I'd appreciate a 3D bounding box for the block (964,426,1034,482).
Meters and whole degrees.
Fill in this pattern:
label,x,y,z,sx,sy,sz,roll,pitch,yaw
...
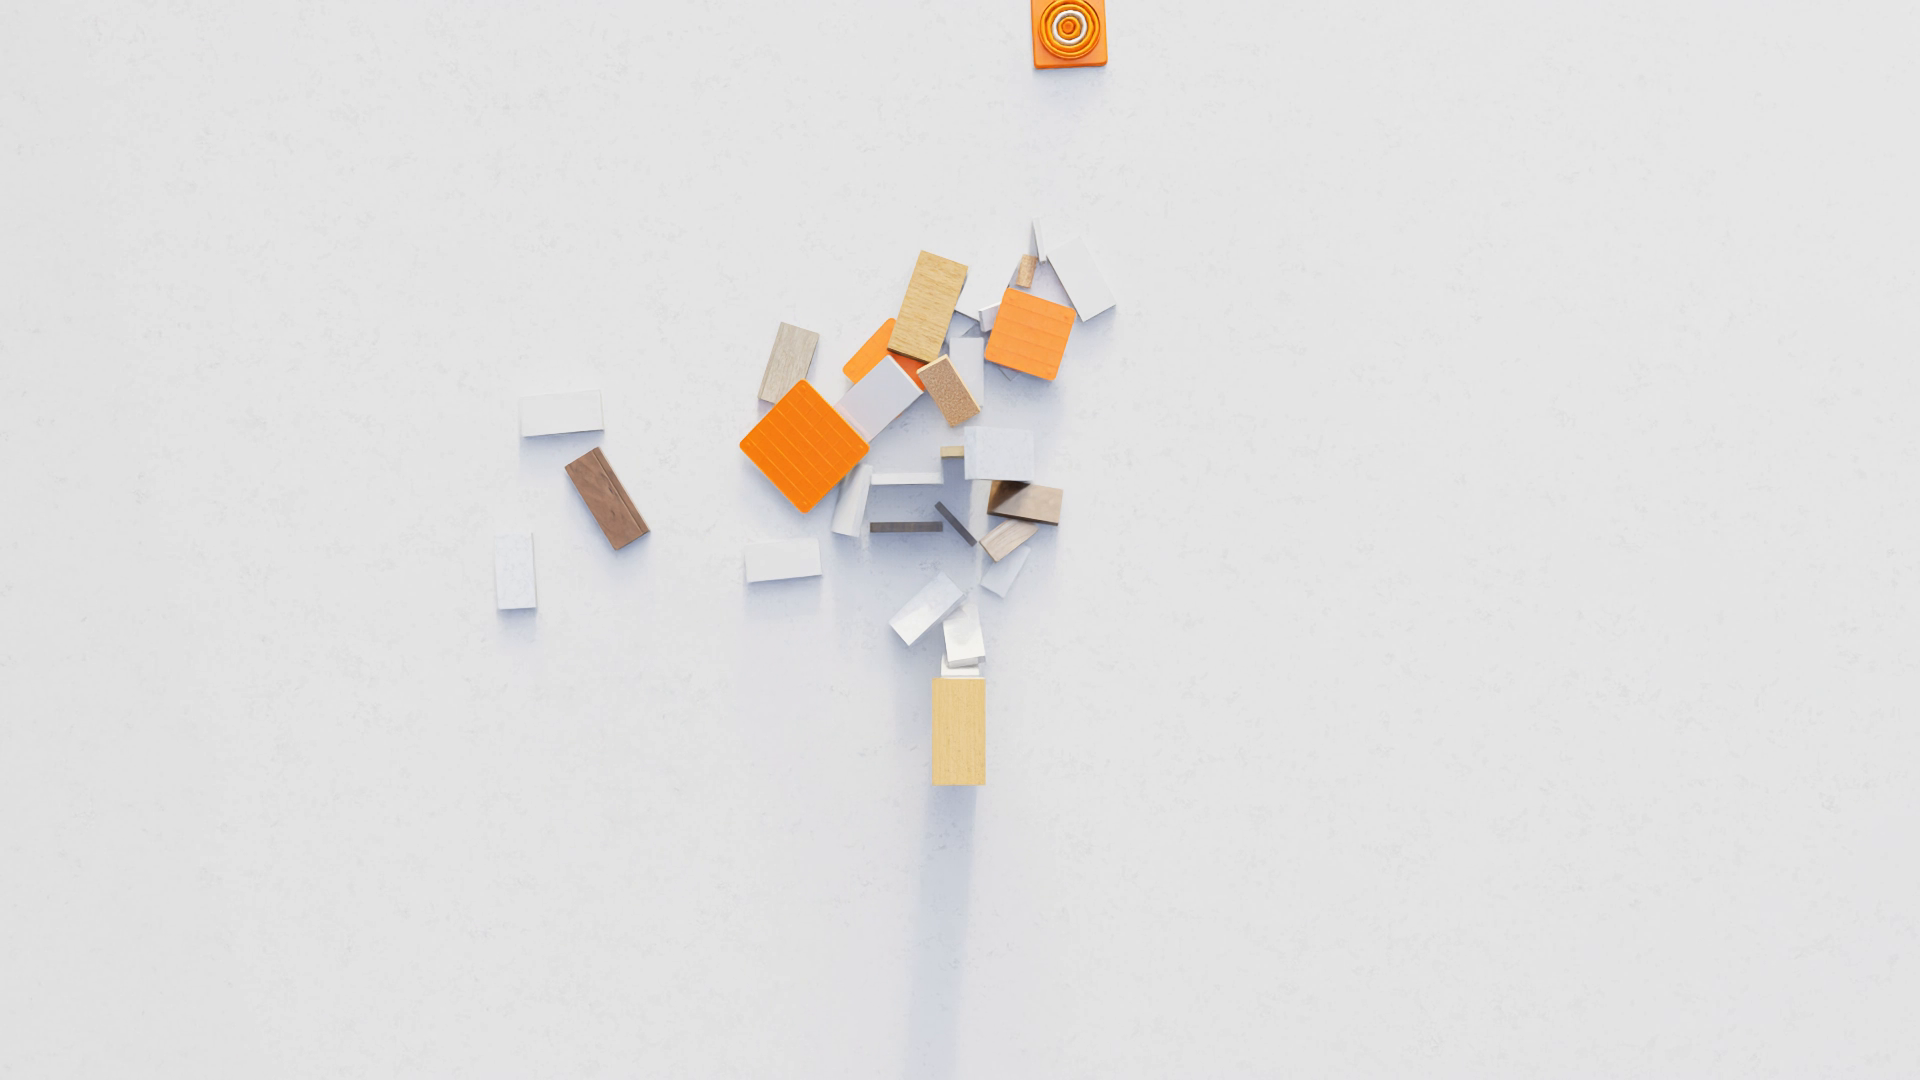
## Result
label,x,y,z,sx,sy,sz,roll,pitch,yaw
block,0.130,-0.277,5.350,0.047,0.334,0.167,-1,90,35

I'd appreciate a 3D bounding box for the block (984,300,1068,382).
label,x,y,z,sx,sy,sz,roll,pitch,yaw
block,0.219,-0.661,5.482,0.257,0.036,0.128,-43,90,0

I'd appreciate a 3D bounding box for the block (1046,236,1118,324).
label,x,y,z,sx,sy,sz,roll,pitch,yaw
block,0.403,-0.866,5.482,0.128,0.036,0.257,-29,90,0

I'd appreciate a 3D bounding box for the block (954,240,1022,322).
label,x,y,z,sx,sy,sz,roll,pitch,yaw
block,0.092,-0.851,5.465,0.128,0.036,0.257,25,88,-1

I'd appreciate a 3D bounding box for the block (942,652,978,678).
label,x,y,z,sx,sy,sz,roll,pitch,yaw
block,0.000,0.419,5.380,0.120,0.239,0.034,0,103,0

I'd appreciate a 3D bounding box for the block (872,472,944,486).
label,x,y,z,sx,sy,sz,roll,pitch,yaw
block,-0.170,-0.200,5.441,0.238,0.119,0.034,-1,90,0

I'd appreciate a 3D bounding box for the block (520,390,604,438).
label,x,y,z,sx,sy,sz,roll,pitch,yaw
block,-1.322,-0.421,5.481,0.265,0.037,0.132,-5,90,0

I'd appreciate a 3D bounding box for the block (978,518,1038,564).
label,x,y,z,sx,sy,sz,roll,pitch,yaw
block,0.162,-0.014,5.461,0.184,0.026,0.092,-37,84,-14

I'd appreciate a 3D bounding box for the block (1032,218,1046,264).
label,x,y,z,sx,sy,sz,roll,pitch,yaw
block,0.262,-0.990,5.464,0.020,0.072,0.144,-10,90,0

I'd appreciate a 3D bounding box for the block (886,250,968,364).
label,x,y,z,sx,sy,sz,roll,pitch,yaw
block,-0.107,-0.765,5.446,0.167,0.047,0.350,19,81,-3

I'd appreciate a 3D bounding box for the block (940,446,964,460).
label,x,y,z,sx,sy,sz,roll,pitch,yaw
block,-0.007,-0.285,5.388,0.112,0.223,0.032,-2,90,0

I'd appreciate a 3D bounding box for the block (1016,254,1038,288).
label,x,y,z,sx,sy,sz,roll,pitch,yaw
block,0.222,-0.896,5.493,0.052,0.015,0.104,14,90,0

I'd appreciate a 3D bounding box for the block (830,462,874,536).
label,x,y,z,sx,sy,sz,roll,pitch,yaw
block,-0.356,-0.135,5.443,0.034,0.119,0.238,12,90,-38

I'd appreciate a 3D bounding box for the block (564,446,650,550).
label,x,y,z,sx,sy,sz,roll,pitch,yaw
block,-1.171,-0.137,5.481,0.132,0.037,0.326,-31,90,0

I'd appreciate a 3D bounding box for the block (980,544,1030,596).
label,x,y,z,sx,sy,sz,roll,pitch,yaw
block,0.151,0.088,5.487,0.092,0.026,0.184,29,90,0

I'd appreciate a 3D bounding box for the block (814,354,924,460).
label,x,y,z,sx,sy,sz,roll,pitch,yaw
block,-0.300,-0.435,5.435,0.334,0.047,0.167,-42,90,14

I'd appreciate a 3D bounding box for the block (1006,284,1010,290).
label,x,y,z,sx,sy,sz,roll,pitch,yaw
block,0.107,-0.855,5.492,0.104,0.015,0.052,34,89,0

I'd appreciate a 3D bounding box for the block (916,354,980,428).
label,x,y,z,sx,sy,sz,roll,pitch,yaw
block,-0.036,-0.490,5.428,0.112,0.032,0.223,-27,115,14

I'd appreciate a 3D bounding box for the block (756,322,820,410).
label,x,y,z,sx,sy,sz,roll,pitch,yaw
block,-0.570,-0.578,5.481,0.132,0.037,0.265,18,90,0

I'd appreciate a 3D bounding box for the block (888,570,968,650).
label,x,y,z,sx,sy,sz,roll,pitch,yaw
block,-0.107,0.230,5.452,0.248,0.035,0.124,-44,57,0

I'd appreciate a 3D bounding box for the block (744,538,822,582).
label,x,y,z,sx,sy,sz,roll,pitch,yaw
block,-0.587,0.066,5.482,0.248,0.035,0.124,-6,90,0

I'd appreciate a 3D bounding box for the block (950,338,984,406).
label,x,y,z,sx,sy,sz,roll,pitch,yaw
block,0.022,-0.558,5.473,0.112,0.032,0.223,0,96,0

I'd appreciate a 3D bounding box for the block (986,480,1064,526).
label,x,y,z,sx,sy,sz,roll,pitch,yaw
block,0.215,-0.126,5.464,0.239,0.034,0.120,10,71,0

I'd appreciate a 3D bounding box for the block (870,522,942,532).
label,x,y,z,sx,sy,sz,roll,pitch,yaw
block,-0.176,-0.042,5.441,0.238,0.119,0.034,-1,90,0

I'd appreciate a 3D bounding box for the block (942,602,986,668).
label,x,y,z,sx,sy,sz,roll,pitch,yaw
block,0.011,0.311,5.402,0.120,0.239,0.034,-9,134,0

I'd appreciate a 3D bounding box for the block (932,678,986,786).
label,x,y,z,sx,sy,sz,roll,pitch,yaw
block,-0.003,0.560,4.828,0.155,0.044,0.310,0,90,0

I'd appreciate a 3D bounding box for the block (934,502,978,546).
label,x,y,z,sx,sy,sz,roll,pitch,yaw
block,-0.014,-0.053,5.454,0.026,0.092,0.184,-43,90,0

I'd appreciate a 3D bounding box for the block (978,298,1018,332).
label,x,y,z,sx,sy,sz,roll,pitch,yaw
block,0.127,-0.745,5.441,0.144,0.020,0.072,-25,118,-30

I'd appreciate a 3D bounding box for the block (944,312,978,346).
label,x,y,z,sx,sy,sz,roll,pitch,yaw
block,-0.004,-0.717,5.490,0.144,0.020,0.072,-40,90,0

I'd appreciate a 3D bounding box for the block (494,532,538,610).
label,x,y,z,sx,sy,sz,roll,pitch,yaw
block,-1.476,0.103,5.482,0.124,0.035,0.247,-4,90,0
